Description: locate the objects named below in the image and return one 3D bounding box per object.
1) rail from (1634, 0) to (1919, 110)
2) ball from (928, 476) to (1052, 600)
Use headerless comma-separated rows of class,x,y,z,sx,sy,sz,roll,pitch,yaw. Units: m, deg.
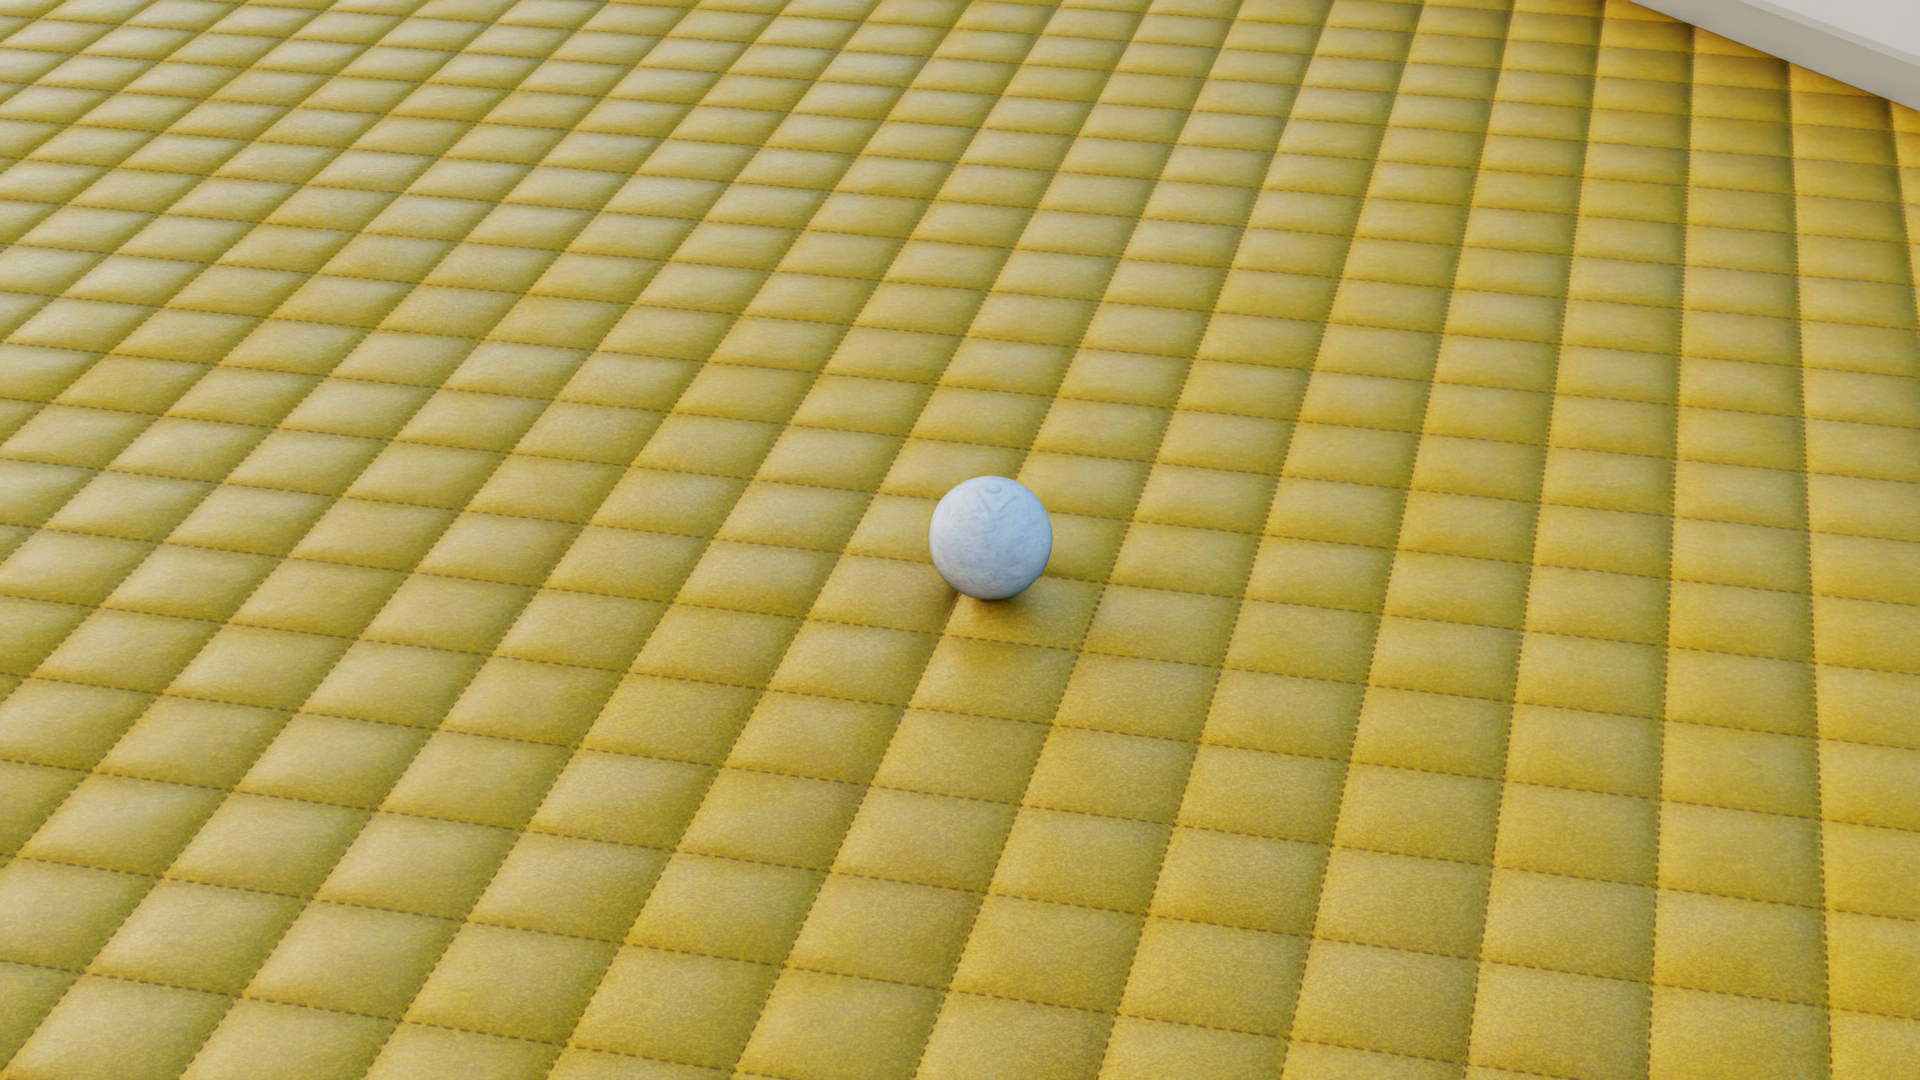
rail,0.426,-0.765,3.234,0.045,0.123,4.458,-16,32,-28
ball,0.019,-0.001,1.866,0.079,0.079,0.079,0,28,0
